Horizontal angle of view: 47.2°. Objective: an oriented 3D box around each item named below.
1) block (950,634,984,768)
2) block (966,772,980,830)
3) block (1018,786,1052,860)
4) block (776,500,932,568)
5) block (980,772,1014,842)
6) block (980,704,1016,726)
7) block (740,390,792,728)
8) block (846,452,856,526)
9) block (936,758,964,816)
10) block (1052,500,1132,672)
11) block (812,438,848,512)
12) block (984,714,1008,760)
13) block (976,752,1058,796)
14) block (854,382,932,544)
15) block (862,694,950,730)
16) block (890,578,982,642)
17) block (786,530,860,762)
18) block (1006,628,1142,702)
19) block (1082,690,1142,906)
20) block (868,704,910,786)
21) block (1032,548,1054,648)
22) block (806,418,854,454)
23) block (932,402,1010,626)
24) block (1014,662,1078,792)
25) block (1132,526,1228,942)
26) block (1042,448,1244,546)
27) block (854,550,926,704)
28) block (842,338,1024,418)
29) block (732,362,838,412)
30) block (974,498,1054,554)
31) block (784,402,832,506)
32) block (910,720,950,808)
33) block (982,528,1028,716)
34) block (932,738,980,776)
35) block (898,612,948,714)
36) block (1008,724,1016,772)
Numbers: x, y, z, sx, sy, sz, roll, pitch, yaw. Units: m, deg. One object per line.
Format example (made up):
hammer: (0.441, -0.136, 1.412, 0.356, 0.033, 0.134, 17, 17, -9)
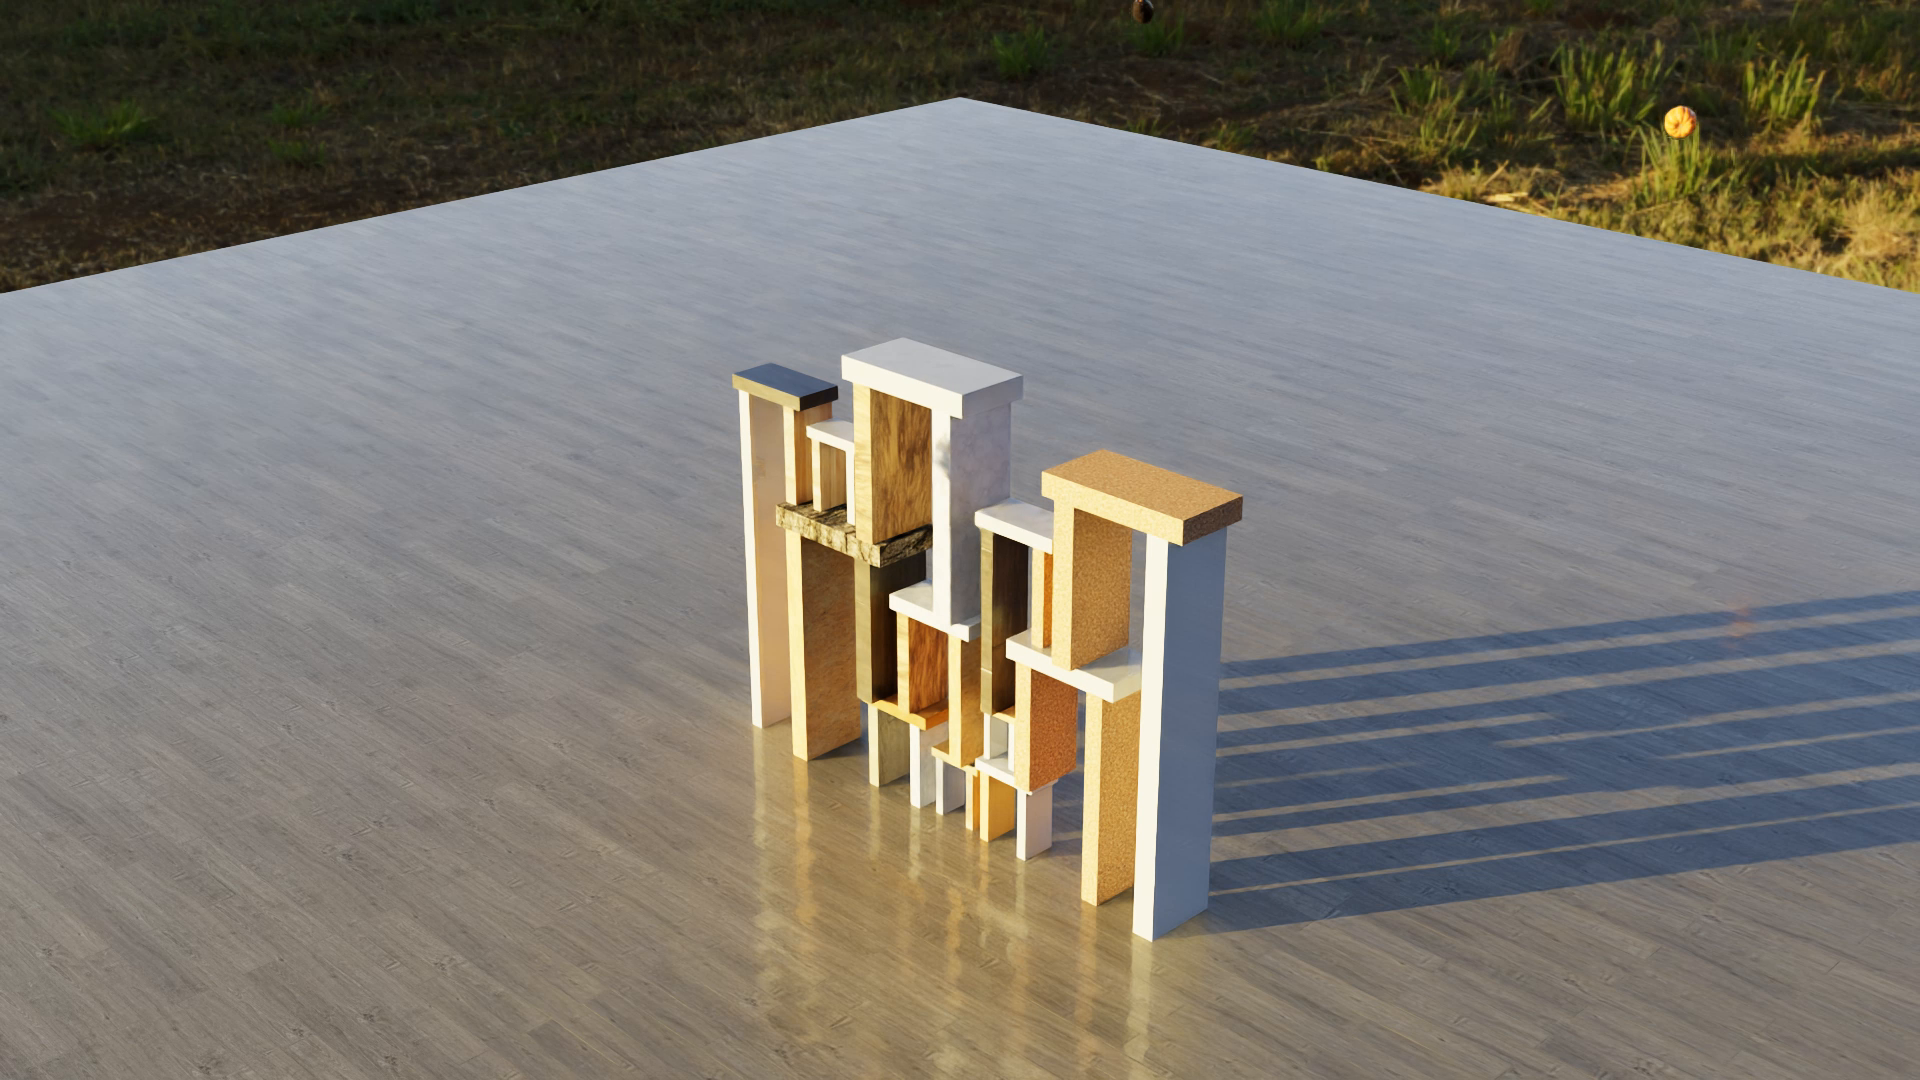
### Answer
block: (0.028, 0.300, 4.319, 0.031, 0.284, 0.109, 21, 31, 40)
block: (0.041, 0.510, 4.395, 0.063, 0.127, 0.018, -21, 31, -41)
block: (0.146, 0.542, 4.289, 0.021, 0.151, 0.076, 21, 31, 41)
block: (-0.212, -0.030, 4.442, 0.310, 0.044, 0.155, 21, 31, 41)
block: (0.075, 0.515, 4.355, 0.021, 0.151, 0.076, 21, 31, 41)
block: (0.094, 0.331, 4.262, 0.101, 0.014, 0.050, 21, 31, 41)
block: (-0.406, 0.037, 4.686, 0.029, 0.772, 0.104, 21, 31, 41)
block: (-0.190, -0.113, 4.387, 0.022, 0.153, 0.076, 21, 31, 41)
block: (-0.019, 0.487, 4.450, 0.018, 0.127, 0.063, 21, 31, 41)
block: (0.240, 0.062, 3.985, 0.161, 0.322, 0.046, -21, 31, -41)
block: (-0.262, -0.141, 4.453, 0.022, 0.153, 0.076, 21, 31, 41)
block: (0.070, 0.375, 4.306, 0.014, 0.101, 0.050, 21, 31, 41)
block: (0.110, 0.449, 4.288, 0.151, 0.021, 0.076, 21, 31, 41)
block: (-0.130, -0.168, 4.299, 0.046, 0.324, 0.162, 21, 31, 41)
block: (-0.102, 0.331, 4.476, 0.184, 0.026, 0.092, 21, 31, 41)
block: (-0.023, 0.136, 4.304, 0.218, 0.031, 0.109, 21, 31, 40)
block: (-0.285, 0.202, 4.620, 0.044, 0.520, 0.155, 21, 31, 41)
block: (0.227, 0.221, 4.071, 0.265, 0.038, 0.133, 21, 31, 41)
block: (0.290, 0.464, 4.106, 0.038, 0.438, 0.133, 21, 31, 41)
block: (-0.145, 0.411, 4.557, 0.026, 0.184, 0.092, 21, 31, 41)
block: (0.178, 0.094, 4.071, 0.028, 0.196, 0.098, 21, 31, 41)
block: (-0.226, -0.207, 4.386, 0.153, 0.022, 0.076, 21, 31, 41)
block: (0.022, -0.060, 4.178, 0.046, 0.429, 0.162, 21, 31, 41)
block: (0.165, 0.336, 4.188, 0.038, 0.266, 0.133, 21, 31, 41)
block: (0.392, 0.340, 3.938, 0.046, 0.798, 0.161, 21, 31, 41)
block: (0.316, -0.078, 3.843, 0.161, 0.046, 0.322, -21, 31, -41)
block: (-0.139, 0.161, 4.444, 0.044, 0.310, 0.155, 21, 31, 41)
block: (-0.054, -0.309, 4.156, 0.162, 0.046, 0.324, -21, 31, -41)
block: (-0.357, -0.313, 4.484, 0.208, 0.029, 0.104, 21, 31, 41)
block: (0.132, -0.027, 4.070, 0.196, 0.028, 0.098, 21, 31, 41)
block: (-0.308, -0.185, 4.485, 0.029, 0.208, 0.104, 21, 31, 41)
block: (-0.058, 0.445, 4.477, 0.026, 0.184, 0.092, 21, 31, 41)
block: (0.085, 0.144, 4.193, 0.028, 0.384, 0.098, 21, 31, 41)
block: (0.011, 0.432, 4.394, 0.127, 0.018, 0.063, 21, 31, 40)
block: (-0.075, 0.230, 4.400, 0.031, 0.218, 0.109, 21, 31, 40)
block: (0.118, 0.393, 4.263, 0.014, 0.101, 0.050, 21, 31, 41)
